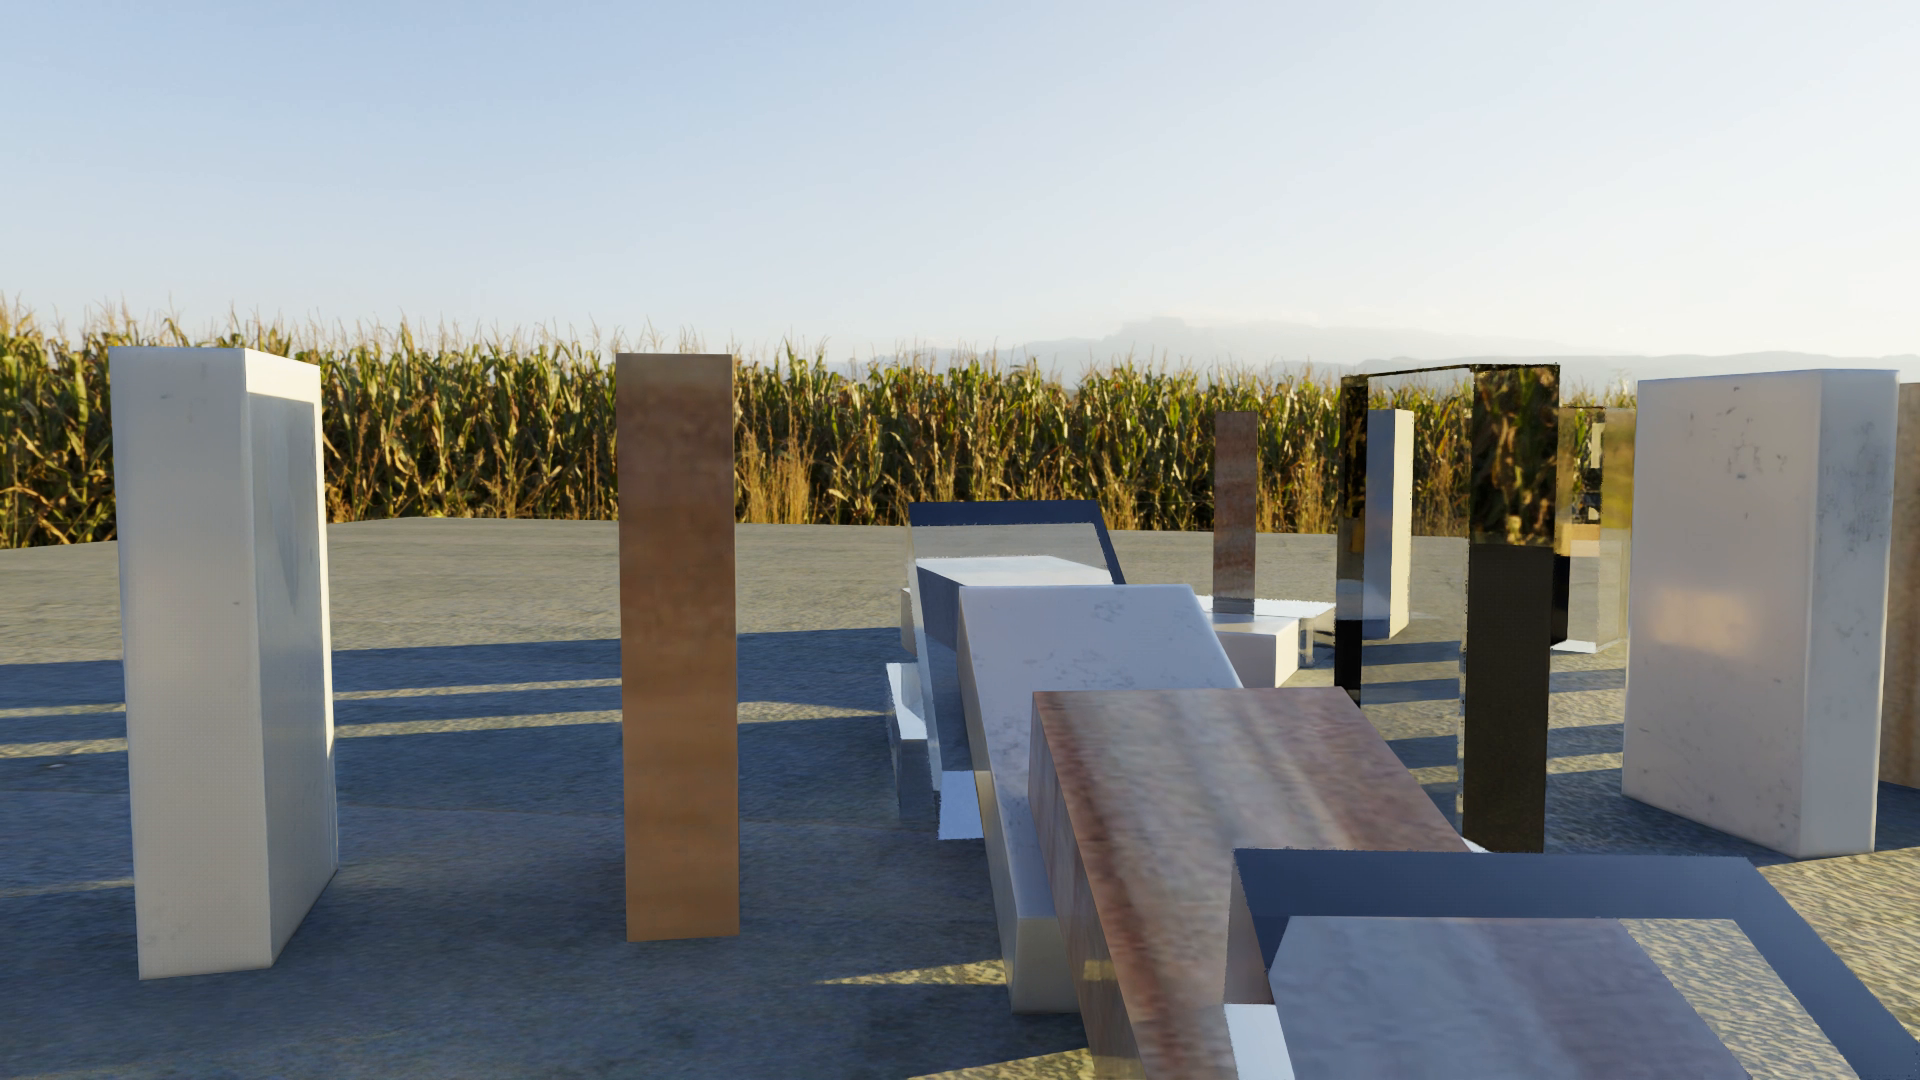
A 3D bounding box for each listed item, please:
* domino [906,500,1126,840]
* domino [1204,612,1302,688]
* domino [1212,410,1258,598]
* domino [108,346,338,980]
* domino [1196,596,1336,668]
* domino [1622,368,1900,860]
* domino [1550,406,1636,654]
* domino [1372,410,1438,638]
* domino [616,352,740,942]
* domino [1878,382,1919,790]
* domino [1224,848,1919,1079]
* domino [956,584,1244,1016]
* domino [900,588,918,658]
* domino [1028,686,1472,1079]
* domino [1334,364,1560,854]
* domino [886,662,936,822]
[{"bbox_3d":[0.008,0.013,0.151,0.025,0.010,0.050,-1,34,-6],"label":"domino"},{"bbox_3d":[0.037,0.020,0.244,0.050,0.010,0.025,2,5,24],"label":"domino"},{"bbox_3d":[0.066,-0.006,0.307,0.010,0.050,0.025,1,4,13],"label":"domino"},{"bbox_3d":[-0.064,0.009,0.113,0.010,0.050,0.025,-1,4,-14],"label":"domino"},{"bbox_3d":[0.051,0.018,0.267,0.050,0.010,0.025,2,5,27],"label":"domino"},{"bbox_3d":[0.088,0.007,0.143,0.009,0.050,0.025,-1,4,-13],"label":"domino"},{"bbox_3d":[0.134,-0.003,0.272,0.010,0.050,0.025,4,6,40],"label":"domino"},{"bbox_3d":[0.102,-0.004,0.293,0.009,0.050,0.025,2,5,28],"label":"domino"},{"bbox_3d":[-0.026,0.008,0.121,0.010,0.050,0.025,-1,4,-10],"label":"domino"},{"bbox_3d":[0.125,0.006,0.154,0.010,0.050,0.025,-2,5,-24],"label":"domino"},{"bbox_3d":[0.025,0.028,0.042,0.025,0.009,0.050,0,19,3],"label":"domino"},{"bbox_3d":[0.014,0.020,0.117,0.025,0.010,0.050,0,26,-5],"label":"domino"},{"bbox_3d":[0.009,0.014,0.188,0.025,0.010,0.050,-1,4,-15],"label":"domino"},{"bbox_3d":[0.020,0.025,0.080,0.025,0.009,0.050,0,21,-5],"label":"domino"},{"bbox_3d":[0.050,0.007,0.135,0.010,0.050,0.025,-1,4,-11],"label":"domino"},{"bbox_3d":[0.004,0.025,0.170,0.025,0.009,0.050,0,4,-5],"label":"domino"}]
